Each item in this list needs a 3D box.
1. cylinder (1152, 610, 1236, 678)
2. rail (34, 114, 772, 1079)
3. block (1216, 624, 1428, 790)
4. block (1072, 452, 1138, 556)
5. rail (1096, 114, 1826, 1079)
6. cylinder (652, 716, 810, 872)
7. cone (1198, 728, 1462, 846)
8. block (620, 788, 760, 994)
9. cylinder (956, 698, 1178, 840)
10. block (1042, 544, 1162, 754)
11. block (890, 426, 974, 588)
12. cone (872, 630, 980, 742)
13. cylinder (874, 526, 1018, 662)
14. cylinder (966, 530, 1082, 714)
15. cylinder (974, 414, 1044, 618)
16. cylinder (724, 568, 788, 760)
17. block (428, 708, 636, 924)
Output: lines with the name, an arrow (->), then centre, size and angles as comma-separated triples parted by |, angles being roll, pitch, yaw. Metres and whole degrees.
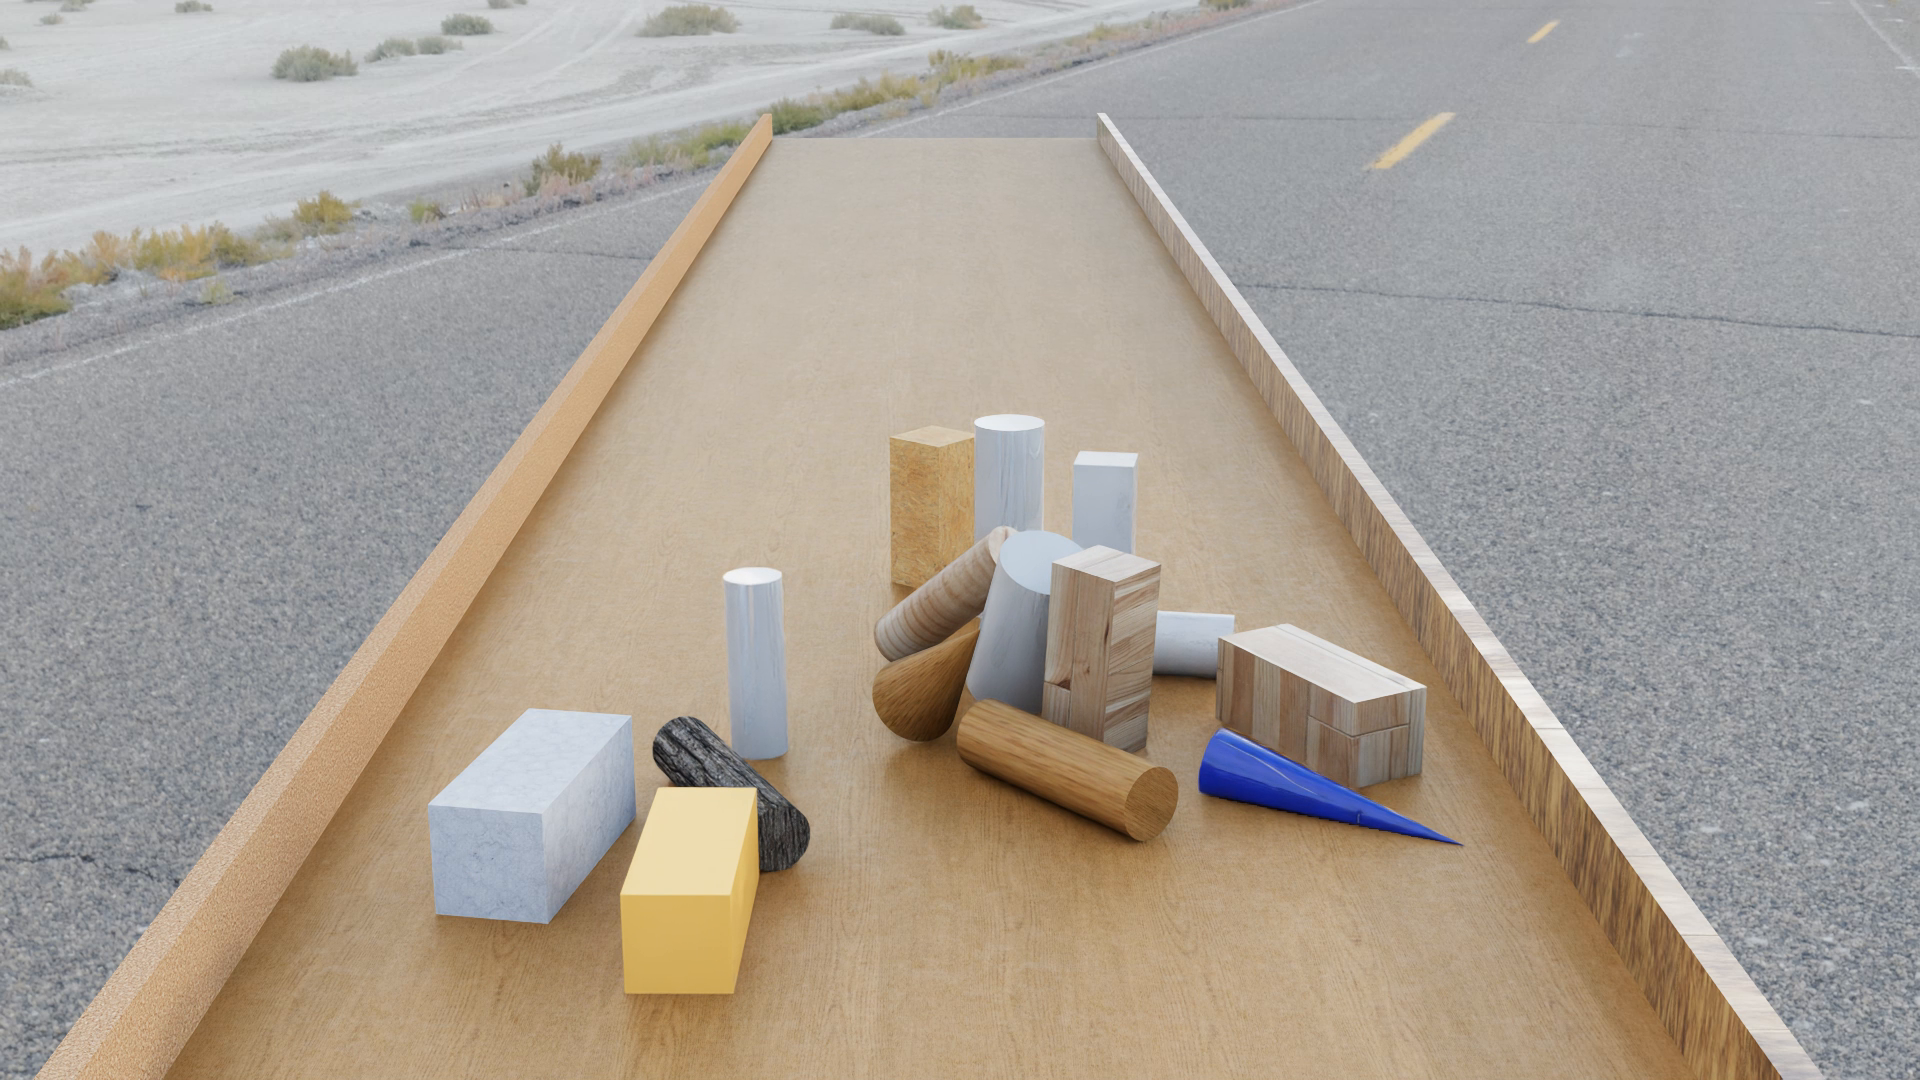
cylinder -> 0.313, 0.198, 4.339 | 0.450, 0.126, 0.126 | 3, 17, 10
rail -> -1.118, -0.838, 7.780 | 0.050, 0.150, 12.000 | 0, 17, -1
block -> 0.643, 0.293, 3.959 | 0.160, 0.160, 0.393 | -9, 19, -28
block -> 0.290, 0.030, 4.427 | 0.118, 0.397, 0.118 | 3, 16, 9
rail -> 0.932, -0.844, 7.801 | 0.050, 0.150, 12.000 | 0, 17, -1
cylinder -> -0.385, 0.414, 3.642 | 0.109, 0.109, 0.438 | -8, 18, -26
cone -> 0.626, 0.436, 3.658 | 0.450, 0.117, 0.117 | 17, 23, 26
block -> -0.393, 0.510, 3.244 | 0.152, 0.152, 0.378 | 0, 17, 0
cylinder -> 0.176, 0.383, 3.717 | 0.126, 0.126, 0.412 | -14, 21, -39
block -> 0.248, 0.206, 3.905 | 0.137, 0.351, 0.137 | 18, 24, 36
block -> -0.054, -0.069, 4.876 | 0.142, 0.332, 0.142 | 14, 21, 38
cone -> -0.024, 0.222, 3.900 | 0.165, 0.165, 0.311 | -10, -22, -29
cylinder -> -0.014, 0.112, 4.265 | 0.113, 0.113, 0.390 | -18, -15, -45
cylinder -> 0.125, 0.156, 4.071 | 0.172, 0.316, 0.172 | 8, 41, -7
cylinder -> 0.103, -0.045, 4.647 | 0.147, 0.417, 0.147 | 0, 17, 0
cylinder -> -0.362, 0.220, 3.913 | 0.103, 0.326, 0.103 | -1, 16, 0
block -> -0.667, 0.427, 3.476 | 0.179, 0.179, 0.407 | 3, 17, 10
